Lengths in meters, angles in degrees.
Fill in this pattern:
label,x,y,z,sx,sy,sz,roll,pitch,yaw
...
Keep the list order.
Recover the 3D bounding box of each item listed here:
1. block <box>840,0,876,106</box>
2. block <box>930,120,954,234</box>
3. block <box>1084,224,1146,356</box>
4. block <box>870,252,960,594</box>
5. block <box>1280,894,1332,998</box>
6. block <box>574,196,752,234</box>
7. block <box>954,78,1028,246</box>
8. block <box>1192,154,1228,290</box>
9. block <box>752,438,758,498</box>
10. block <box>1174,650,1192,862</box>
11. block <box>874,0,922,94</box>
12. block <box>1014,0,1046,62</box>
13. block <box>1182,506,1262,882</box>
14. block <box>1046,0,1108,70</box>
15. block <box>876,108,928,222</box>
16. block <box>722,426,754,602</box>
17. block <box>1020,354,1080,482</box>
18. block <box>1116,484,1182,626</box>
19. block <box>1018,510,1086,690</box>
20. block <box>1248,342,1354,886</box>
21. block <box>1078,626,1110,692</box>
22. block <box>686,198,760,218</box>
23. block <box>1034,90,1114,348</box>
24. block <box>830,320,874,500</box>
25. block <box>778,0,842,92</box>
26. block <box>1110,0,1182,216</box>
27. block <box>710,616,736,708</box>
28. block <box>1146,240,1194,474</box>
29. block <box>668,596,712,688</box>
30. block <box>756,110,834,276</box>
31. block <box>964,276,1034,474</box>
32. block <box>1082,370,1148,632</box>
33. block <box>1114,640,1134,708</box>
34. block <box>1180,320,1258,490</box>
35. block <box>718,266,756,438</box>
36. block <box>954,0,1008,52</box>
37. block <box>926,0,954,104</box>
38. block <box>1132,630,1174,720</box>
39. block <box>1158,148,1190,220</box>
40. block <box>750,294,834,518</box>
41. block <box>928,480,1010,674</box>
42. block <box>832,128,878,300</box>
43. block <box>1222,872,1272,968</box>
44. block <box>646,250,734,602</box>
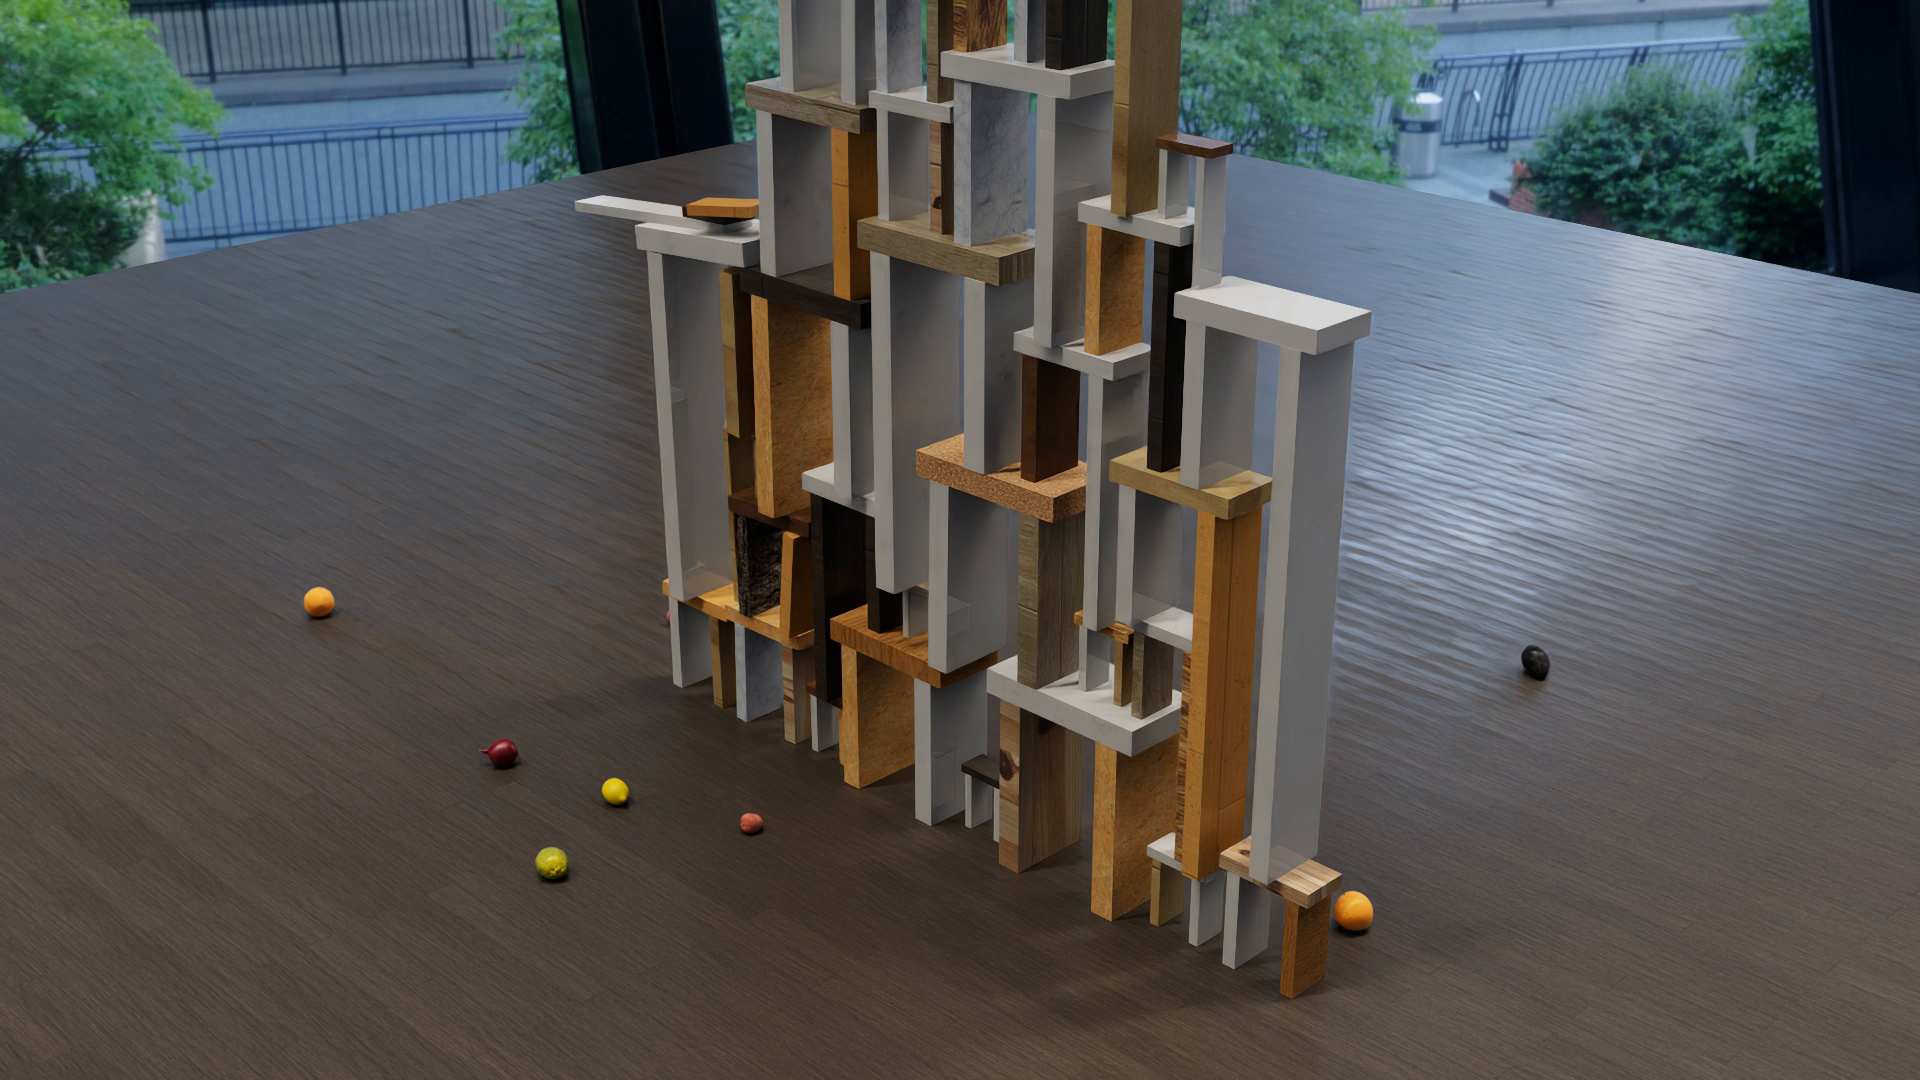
label,x,y,z,sx,sy,sz,roll,pitch,yaw
block,-0.158,-0.931,4.005,0.036,0.255,0.127,21,31,39
block,-0.008,-0.659,3.946,0.029,0.203,0.102,21,31,40
block,0.265,-0.438,3.760,0.113,0.226,0.032,-21,31,-40
block,-0.083,-0.237,4.208,0.051,0.675,0.180,21,31,40
block,0.608,0.700,3.864,0.097,0.194,0.027,-21,31,-41
block,-0.624,-0.681,4.591,0.487,0.021,0.075,15,27,41
block,0.055,-0.676,3.874,0.041,0.292,0.146,21,31,40
block,0.404,-0.517,3.562,0.016,0.218,0.057,21,31,40
block,-0.396,-0.154,4.588,0.066,0.131,0.019,-15,27,-31
block,0.427,0.377,3.924,0.085,0.422,0.024,-21,31,-41
block,-0.110,-0.907,3.953,0.027,0.191,0.095,18,29,36
block,0.140,-0.916,3.687,0.106,0.212,0.030,-21,31,-40
block,0.455,0.262,3.834,0.037,0.704,0.129,21,31,41
block,0.194,-0.906,3.630,0.034,0.239,0.120,20,30,38
block,-0.105,-0.695,4.033,0.029,0.203,0.102,21,31,40
block,-0.463,-0.060,4.709,0.066,0.401,0.019,-17,27,-34
block,0.163,-0.232,3.950,0.033,0.236,0.118,21,31,40
block,0.333,0.009,3.859,0.129,0.258,0.037,-21,31,-40
block,0.184,0.089,4.060,0.171,0.343,0.049,-21,31,-40
block,0.566,0.126,3.663,0.143,0.964,0.040,-21,31,-41
block,0.248,0.208,4.051,0.065,0.130,0.018,-21,31,-41
block,-0.462,-0.663,4.385,0.149,0.021,0.075,6,22,26
block,0.194,-0.556,3.772,0.041,0.433,0.146,21,31,40
block,-0.167,-0.272,4.296,0.050,0.353,0.176,21,31,40
block,-0.279,-0.977,4.111,0.036,0.255,0.127,21,31,40
block,0.304,-0.761,3.565,0.120,0.456,0.034,-20,30,-39
block,-0.498,0.253,4.883,0.109,0.219,0.031,-20,29,-39
block,0.369,-0.316,3.693,0.113,0.397,0.032,-21,31,-40
block,-0.601,0.215,4.975,0.031,0.219,0.109,21,31,40
block,-0.316,-0.686,4.277,0.045,0.320,0.160,22,31,40
block,0.088,-0.316,3.989,0.051,0.360,0.180,21,31,40
block,0.275,-0.077,3.896,0.118,0.478,0.033,-21,31,-40
block,0.309,0.232,3.994,0.065,0.131,0.018,-21,31,-41
block,0.432,-0.239,3.655,0.040,0.285,0.143,21,31,40
block,-0.399,-0.395,4.497,0.172,0.345,0.049,-17,28,-34
block,0.035,-0.953,3.774,0.030,0.212,0.106,19,29,38
block,-0.016,-0.873,3.871,0.027,0.191,0.095,20,30,39
block,0.347,0.230,3.949,0.085,0.170,0.024,-21,31,-41
block,0.349,-0.586,3.592,0.016,0.114,0.057,21,31,40
block,-0.334,-0.289,4.474,0.176,0.466,0.050,-21,31,-40
block,0.018,0.048,4.218,0.049,0.390,0.171,22,31,39
block,-0.165,-0.626,4.139,0.160,0.320,0.045,-21,31,-41
block,0.517,0.664,3.948,0.027,0.194,0.097,21,31,41
block,-0.565,-0.255,4.726,0.049,0.778,0.172,20,30,40
